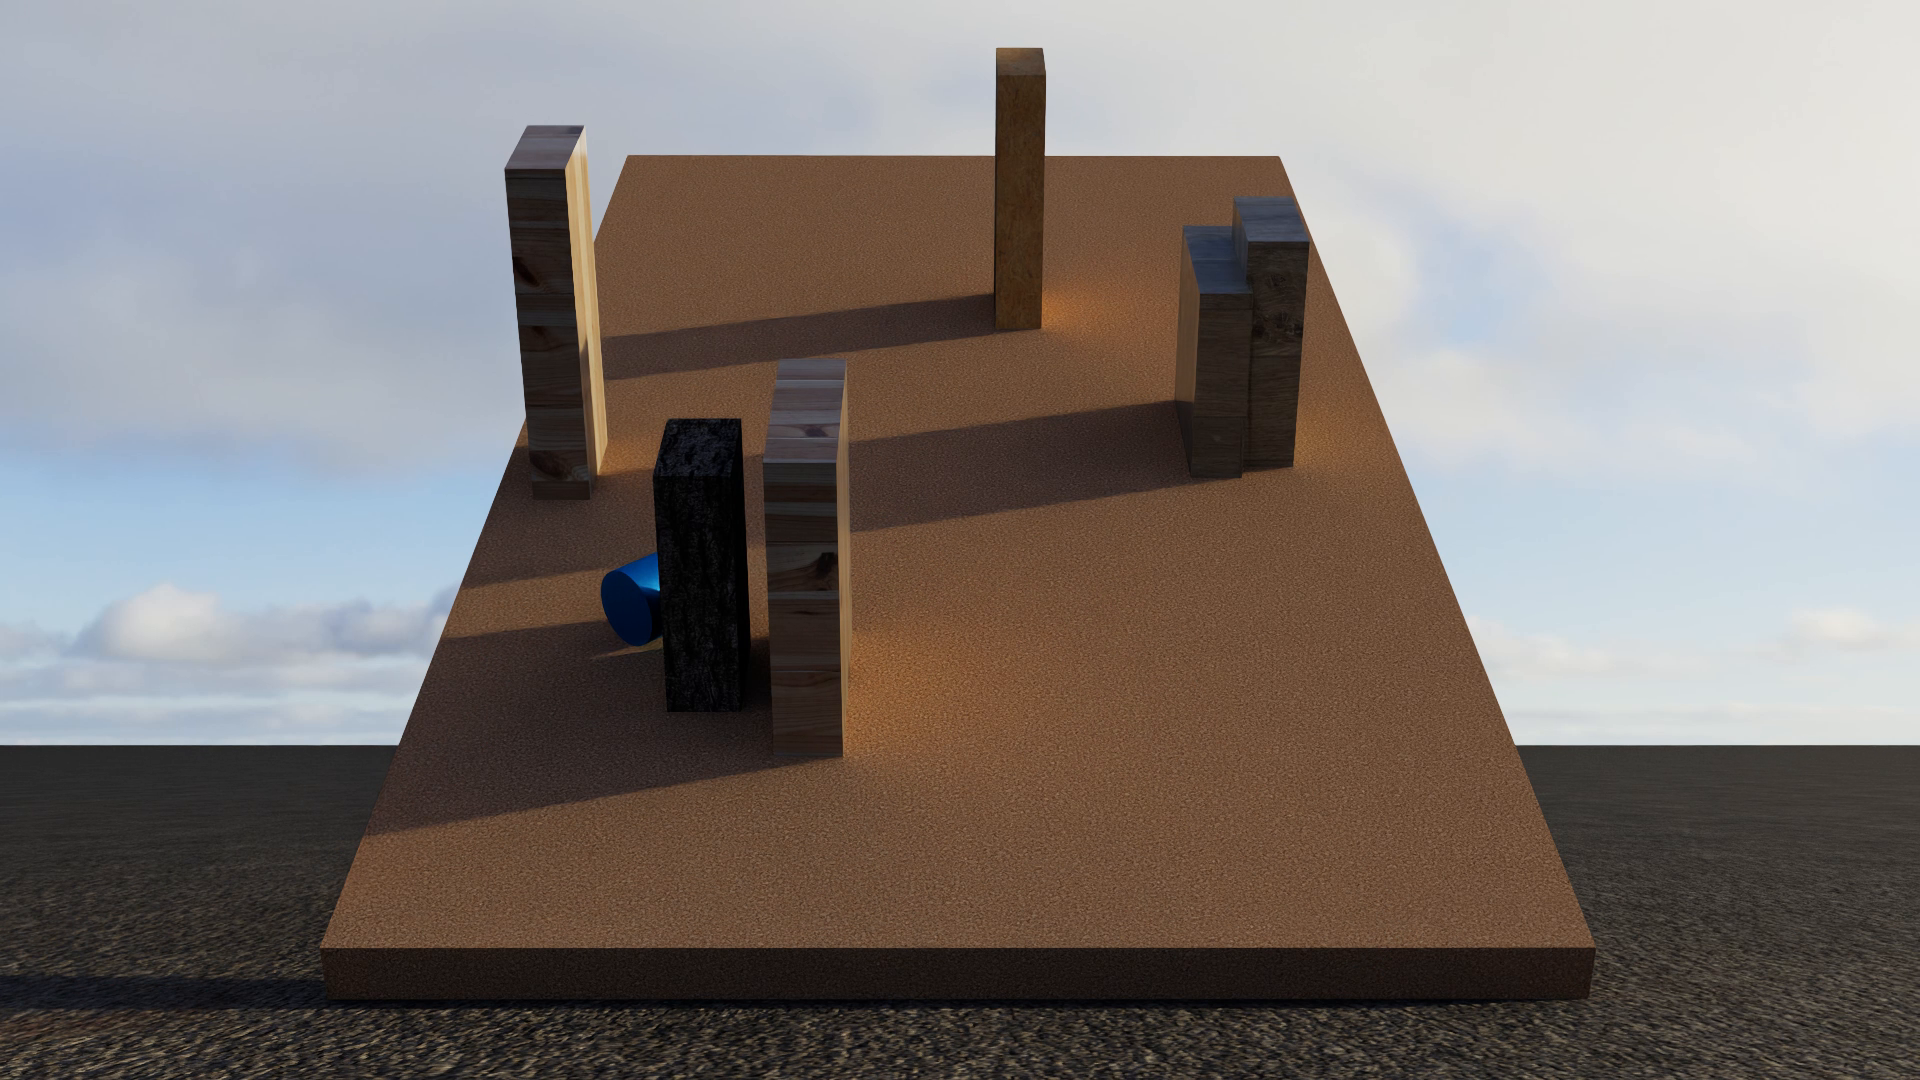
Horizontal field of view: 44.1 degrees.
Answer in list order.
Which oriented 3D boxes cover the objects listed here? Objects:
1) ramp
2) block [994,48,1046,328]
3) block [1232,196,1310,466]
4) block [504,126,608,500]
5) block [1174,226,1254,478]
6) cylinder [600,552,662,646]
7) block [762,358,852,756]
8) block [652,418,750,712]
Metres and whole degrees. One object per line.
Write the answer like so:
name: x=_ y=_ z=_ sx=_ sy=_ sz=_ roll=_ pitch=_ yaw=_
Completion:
ramp: x=-0.011 y=-0.226 z=5.520 sx=2.000 sy=0.100 sz=4.000 roll=0 pitch=27 yaw=0
block: x=0.149 y=-0.885 z=5.980 sx=0.117 sy=0.656 sz=0.249 roll=0 pitch=27 yaw=0
block: x=0.678 y=-0.466 z=5.301 sx=0.130 sy=0.530 sz=0.293 roll=0 pitch=27 yaw=0
block: x=-0.861 y=-0.486 z=5.094 sx=0.123 sy=0.744 sz=0.296 roll=0 pitch=27 yaw=0
block: x=0.566 y=-0.428 z=5.332 sx=0.114 sy=0.434 sz=0.429 roll=0 pitch=27 yaw=0
cylinder: x=-0.585 y=0.106 z=4.586 sx=0.155 sy=0.155 sz=0.155 roll=-25 pitch=13 yaw=-40
block: x=-0.269 y=0.026 z=4.281 sx=0.123 sy=0.576 sz=0.448 roll=0 pitch=27 yaw=0
block: x=-0.469 y=0.046 z=4.347 sx=0.135 sy=0.479 sz=0.245 roll=0 pitch=27 yaw=0
